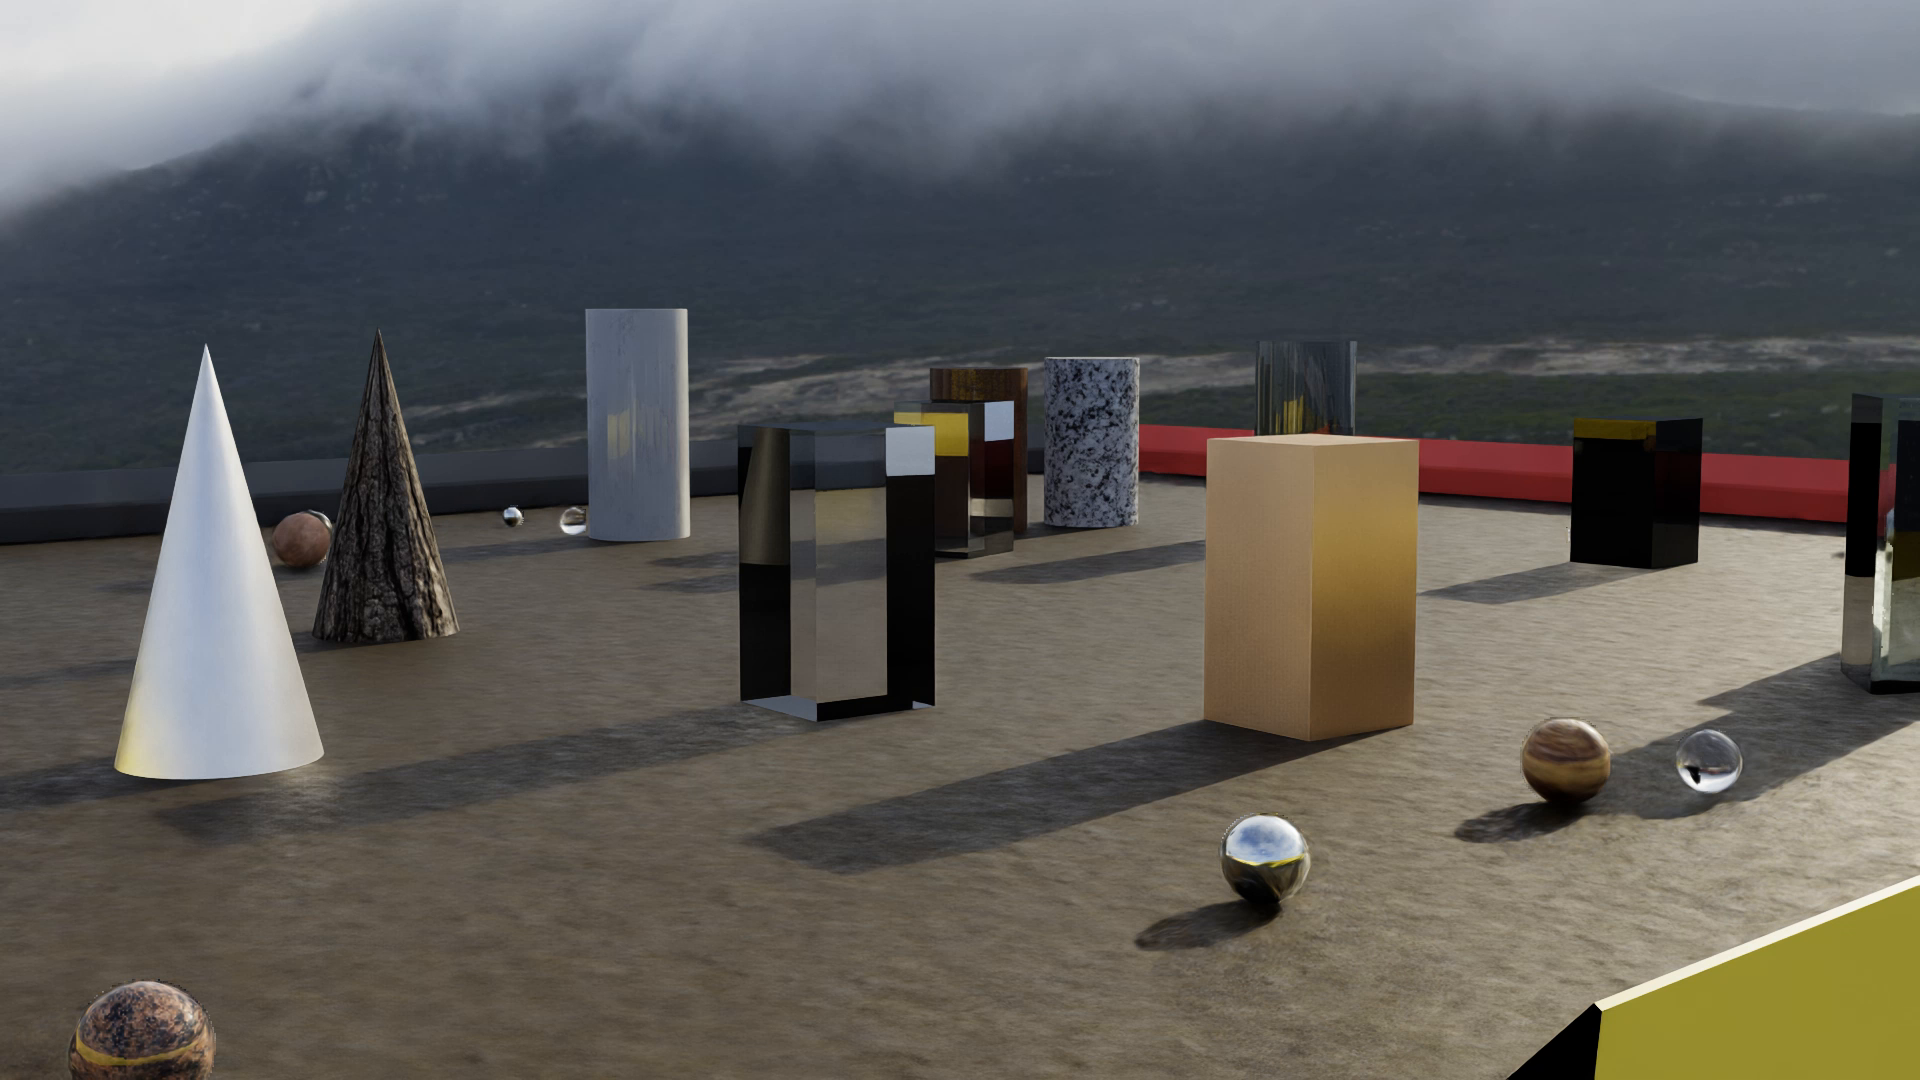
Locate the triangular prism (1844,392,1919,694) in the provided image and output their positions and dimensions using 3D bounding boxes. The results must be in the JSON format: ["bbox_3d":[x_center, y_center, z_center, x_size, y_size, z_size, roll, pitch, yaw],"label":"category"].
[{"bbox_3d":[1.121,-0.001,2.639,0.172,0.345,0.149,-2,6,-19],"label":"triangular prism"}]

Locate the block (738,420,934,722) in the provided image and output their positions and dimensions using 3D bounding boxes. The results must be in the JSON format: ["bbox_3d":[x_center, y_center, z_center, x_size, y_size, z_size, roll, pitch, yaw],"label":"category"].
[{"bbox_3d":[-0.140,0.029,2.485,0.159,0.317,0.159,-4,7,-37],"label":"block"}]

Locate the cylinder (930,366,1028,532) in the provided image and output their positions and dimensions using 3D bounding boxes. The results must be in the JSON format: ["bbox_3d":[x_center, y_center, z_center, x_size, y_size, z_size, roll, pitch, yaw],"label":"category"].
[{"bbox_3d":[0.038,-0.186,4.484,0.199,0.330,0.199,0,6,0],"label":"cylinder"}]

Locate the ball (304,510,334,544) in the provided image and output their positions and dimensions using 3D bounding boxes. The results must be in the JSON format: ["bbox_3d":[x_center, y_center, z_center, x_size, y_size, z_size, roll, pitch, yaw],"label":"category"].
[{"bbox_3d":[-1.176,-0.011,3.979,0.086,0.086,0.086,0,6,0],"label":"ball"}]

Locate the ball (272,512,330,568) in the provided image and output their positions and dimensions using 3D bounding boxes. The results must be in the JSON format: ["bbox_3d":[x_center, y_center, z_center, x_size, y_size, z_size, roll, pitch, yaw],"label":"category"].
[{"bbox_3d":[-1.144,0.001,3.819,0.096,0.096,0.096,0,6,0],"label":"ball"}]

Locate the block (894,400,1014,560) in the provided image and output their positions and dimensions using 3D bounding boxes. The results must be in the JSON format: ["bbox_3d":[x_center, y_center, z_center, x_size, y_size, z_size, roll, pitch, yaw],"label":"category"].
[{"bbox_3d":[-0.011,-0.116,4.051,0.159,0.279,0.159,4,7,32],"label":"block"}]

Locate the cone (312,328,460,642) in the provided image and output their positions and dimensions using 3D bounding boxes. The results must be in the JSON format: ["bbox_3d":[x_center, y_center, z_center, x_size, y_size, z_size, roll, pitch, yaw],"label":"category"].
[{"bbox_3d":[-0.799,-0.084,3.039,0.199,0.426,0.199,0,6,0],"label":"cone"}]

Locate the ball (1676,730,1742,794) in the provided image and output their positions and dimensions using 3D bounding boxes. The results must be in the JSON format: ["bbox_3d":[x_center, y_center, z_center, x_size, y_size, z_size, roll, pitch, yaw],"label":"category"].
[{"bbox_3d":[0.694,0.205,2.037,0.058,0.058,0.058,0,6,0],"label":"ball"}]

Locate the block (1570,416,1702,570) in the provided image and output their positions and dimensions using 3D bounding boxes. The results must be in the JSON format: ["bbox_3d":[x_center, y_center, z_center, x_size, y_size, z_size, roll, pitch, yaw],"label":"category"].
[{"bbox_3d":[1.199,-0.088,3.899,0.159,0.256,0.159,-6,8,-43],"label":"block"}]

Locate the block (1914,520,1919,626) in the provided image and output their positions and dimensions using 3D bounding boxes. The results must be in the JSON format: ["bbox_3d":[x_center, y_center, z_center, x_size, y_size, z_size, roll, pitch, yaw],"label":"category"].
[{"bbox_3d":[1.467,-0.051,3.086,0.159,0.350,0.159,-4,7,-34],"label":"block"}]

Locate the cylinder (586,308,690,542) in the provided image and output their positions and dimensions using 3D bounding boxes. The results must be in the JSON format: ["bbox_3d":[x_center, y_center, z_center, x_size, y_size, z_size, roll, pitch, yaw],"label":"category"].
[{"bbox_3d":[-0.636,-0.231,4.342,0.199,0.448,0.199,0,6,0],"label":"cylinder"}]

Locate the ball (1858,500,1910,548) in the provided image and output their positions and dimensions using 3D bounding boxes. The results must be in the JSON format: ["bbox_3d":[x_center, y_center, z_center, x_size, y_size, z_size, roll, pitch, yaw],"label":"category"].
[{"bbox_3d":[1.736,-0.030,4.130,0.092,0.092,0.092,0,6,0],"label":"ball"}]

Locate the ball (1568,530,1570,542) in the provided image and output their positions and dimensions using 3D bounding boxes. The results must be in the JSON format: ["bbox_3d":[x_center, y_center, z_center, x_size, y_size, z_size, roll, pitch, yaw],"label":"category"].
[{"bbox_3d":[1.169,-0.007,4.148,0.044,0.044,0.044,0,6,0],"label":"ball"}]

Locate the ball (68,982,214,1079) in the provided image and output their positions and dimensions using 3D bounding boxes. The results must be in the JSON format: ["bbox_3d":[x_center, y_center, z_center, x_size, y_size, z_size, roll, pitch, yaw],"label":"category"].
[{"bbox_3d":[-0.452,0.282,1.215,0.076,0.076,0.076,0,6,0],"label":"ball"}]

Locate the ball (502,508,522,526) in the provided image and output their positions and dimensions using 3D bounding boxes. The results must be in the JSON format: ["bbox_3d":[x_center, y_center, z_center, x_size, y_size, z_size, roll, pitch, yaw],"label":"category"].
[{"bbox_3d":[-0.926,-0.047,4.546,0.041,0.041,0.041,0,6,0],"label":"ball"}]

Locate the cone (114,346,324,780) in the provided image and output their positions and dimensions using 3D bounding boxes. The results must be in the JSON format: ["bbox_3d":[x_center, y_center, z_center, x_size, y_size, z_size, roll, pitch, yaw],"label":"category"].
[{"bbox_3d":[-0.739,0.012,2.175,0.199,0.414,0.199,0,6,0],"label":"cone"}]

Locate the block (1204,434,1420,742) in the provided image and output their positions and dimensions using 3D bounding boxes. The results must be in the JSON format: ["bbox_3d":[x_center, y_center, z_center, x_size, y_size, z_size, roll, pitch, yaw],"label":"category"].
[{"bbox_3d":[0.378,0.045,2.376,0.159,0.307,0.159,-4,7,-37],"label":"block"}]

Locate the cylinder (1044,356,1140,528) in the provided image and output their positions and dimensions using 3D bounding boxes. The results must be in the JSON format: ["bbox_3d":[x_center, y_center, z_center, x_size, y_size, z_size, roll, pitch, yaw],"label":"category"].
[{"bbox_3d":[0.276,-0.209,4.623,0.199,0.347,0.199,0,6,0],"label":"cylinder"}]

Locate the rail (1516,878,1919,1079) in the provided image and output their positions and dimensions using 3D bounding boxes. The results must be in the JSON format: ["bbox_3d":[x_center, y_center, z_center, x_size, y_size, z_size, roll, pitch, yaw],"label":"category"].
[{"bbox_3d":[1.283,0.178,1.948,4.541,0.129,0.045,-5,8,-42],"label":"rail"}]

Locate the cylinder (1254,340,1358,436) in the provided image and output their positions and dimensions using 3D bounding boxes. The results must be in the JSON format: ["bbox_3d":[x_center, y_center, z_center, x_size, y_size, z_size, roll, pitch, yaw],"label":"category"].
[{"bbox_3d":[0.684,-0.202,4.367,0.199,0.386,0.199,0,6,0],"label":"cylinder"}]

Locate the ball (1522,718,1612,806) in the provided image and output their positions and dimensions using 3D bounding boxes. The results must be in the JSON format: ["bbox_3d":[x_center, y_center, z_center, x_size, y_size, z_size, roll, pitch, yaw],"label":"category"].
[{"bbox_3d":[0.548,0.200,1.988,0.078,0.078,0.078,0,6,0],"label":"ball"}]

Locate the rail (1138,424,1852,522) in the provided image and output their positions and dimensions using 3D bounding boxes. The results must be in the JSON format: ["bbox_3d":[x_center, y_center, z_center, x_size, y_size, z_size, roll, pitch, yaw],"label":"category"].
[{"bbox_3d":[1.651,-0.124,4.847,0.045,0.129,3.832,-5,8,-42],"label":"rail"}]

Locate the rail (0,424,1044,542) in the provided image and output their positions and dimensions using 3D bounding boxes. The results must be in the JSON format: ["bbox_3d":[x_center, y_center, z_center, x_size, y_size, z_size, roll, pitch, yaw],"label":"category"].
[{"bbox_3d":[-1.283,-0.110,4.715,4.541,0.129,0.045,-5,8,-42],"label":"rail"}]

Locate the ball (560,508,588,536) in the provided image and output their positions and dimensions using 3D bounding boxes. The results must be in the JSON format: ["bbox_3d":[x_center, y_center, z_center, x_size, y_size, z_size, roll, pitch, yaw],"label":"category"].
[{"bbox_3d":[-0.769,-0.036,4.375,0.054,0.054,0.054,0,6,0],"label":"ball"}]

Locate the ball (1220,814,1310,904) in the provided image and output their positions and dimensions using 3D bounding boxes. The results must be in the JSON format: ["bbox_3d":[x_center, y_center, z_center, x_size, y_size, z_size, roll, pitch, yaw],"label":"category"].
[{"bbox_3d":[0.230,0.240,1.656,0.067,0.067,0.067,0,6,0],"label":"ball"}]
